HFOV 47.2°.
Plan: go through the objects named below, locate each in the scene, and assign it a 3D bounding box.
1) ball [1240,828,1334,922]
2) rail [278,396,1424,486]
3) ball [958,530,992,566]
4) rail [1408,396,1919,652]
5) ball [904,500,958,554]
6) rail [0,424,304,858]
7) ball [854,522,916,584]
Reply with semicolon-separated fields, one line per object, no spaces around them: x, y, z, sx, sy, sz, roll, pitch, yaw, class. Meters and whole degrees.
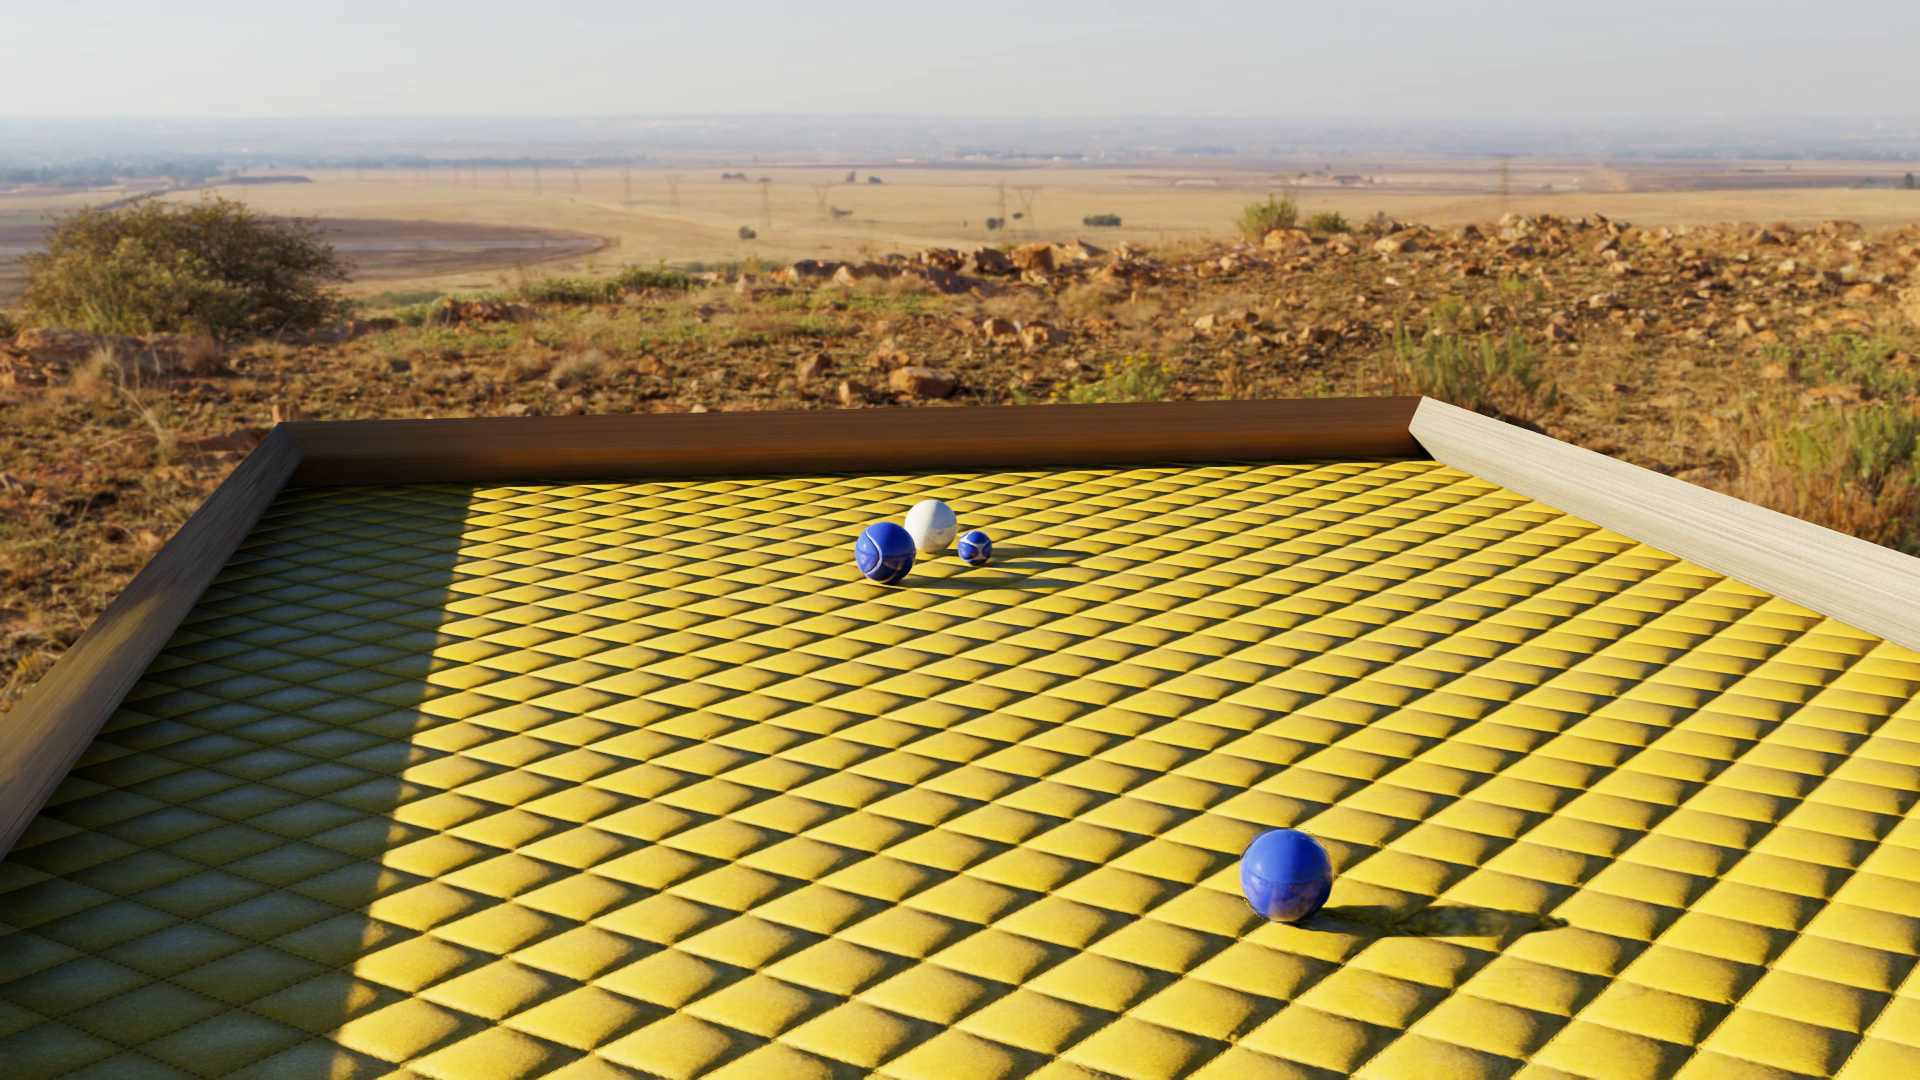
0.260;0.266;1.746;0.074;0.074;0.074;0;11;0;ball
-0.146;-0.178;3.937;2.073;0.110;0.045;-2;11;-10;rail
0.021;0.011;3.125;0.050;0.050;0.050;0;11;0;ball
1.147;0.108;2.462;0.045;0.110;3.457;-2;11;-10;rail
-0.042;-0.020;3.213;0.078;0.078;0.078;0;11;0;ball
-0.847;0.175;2.117;0.045;0.110;3.457;-2;11;-10;rail
-0.102;0.017;3.004;0.085;0.085;0.085;0;11;0;ball
